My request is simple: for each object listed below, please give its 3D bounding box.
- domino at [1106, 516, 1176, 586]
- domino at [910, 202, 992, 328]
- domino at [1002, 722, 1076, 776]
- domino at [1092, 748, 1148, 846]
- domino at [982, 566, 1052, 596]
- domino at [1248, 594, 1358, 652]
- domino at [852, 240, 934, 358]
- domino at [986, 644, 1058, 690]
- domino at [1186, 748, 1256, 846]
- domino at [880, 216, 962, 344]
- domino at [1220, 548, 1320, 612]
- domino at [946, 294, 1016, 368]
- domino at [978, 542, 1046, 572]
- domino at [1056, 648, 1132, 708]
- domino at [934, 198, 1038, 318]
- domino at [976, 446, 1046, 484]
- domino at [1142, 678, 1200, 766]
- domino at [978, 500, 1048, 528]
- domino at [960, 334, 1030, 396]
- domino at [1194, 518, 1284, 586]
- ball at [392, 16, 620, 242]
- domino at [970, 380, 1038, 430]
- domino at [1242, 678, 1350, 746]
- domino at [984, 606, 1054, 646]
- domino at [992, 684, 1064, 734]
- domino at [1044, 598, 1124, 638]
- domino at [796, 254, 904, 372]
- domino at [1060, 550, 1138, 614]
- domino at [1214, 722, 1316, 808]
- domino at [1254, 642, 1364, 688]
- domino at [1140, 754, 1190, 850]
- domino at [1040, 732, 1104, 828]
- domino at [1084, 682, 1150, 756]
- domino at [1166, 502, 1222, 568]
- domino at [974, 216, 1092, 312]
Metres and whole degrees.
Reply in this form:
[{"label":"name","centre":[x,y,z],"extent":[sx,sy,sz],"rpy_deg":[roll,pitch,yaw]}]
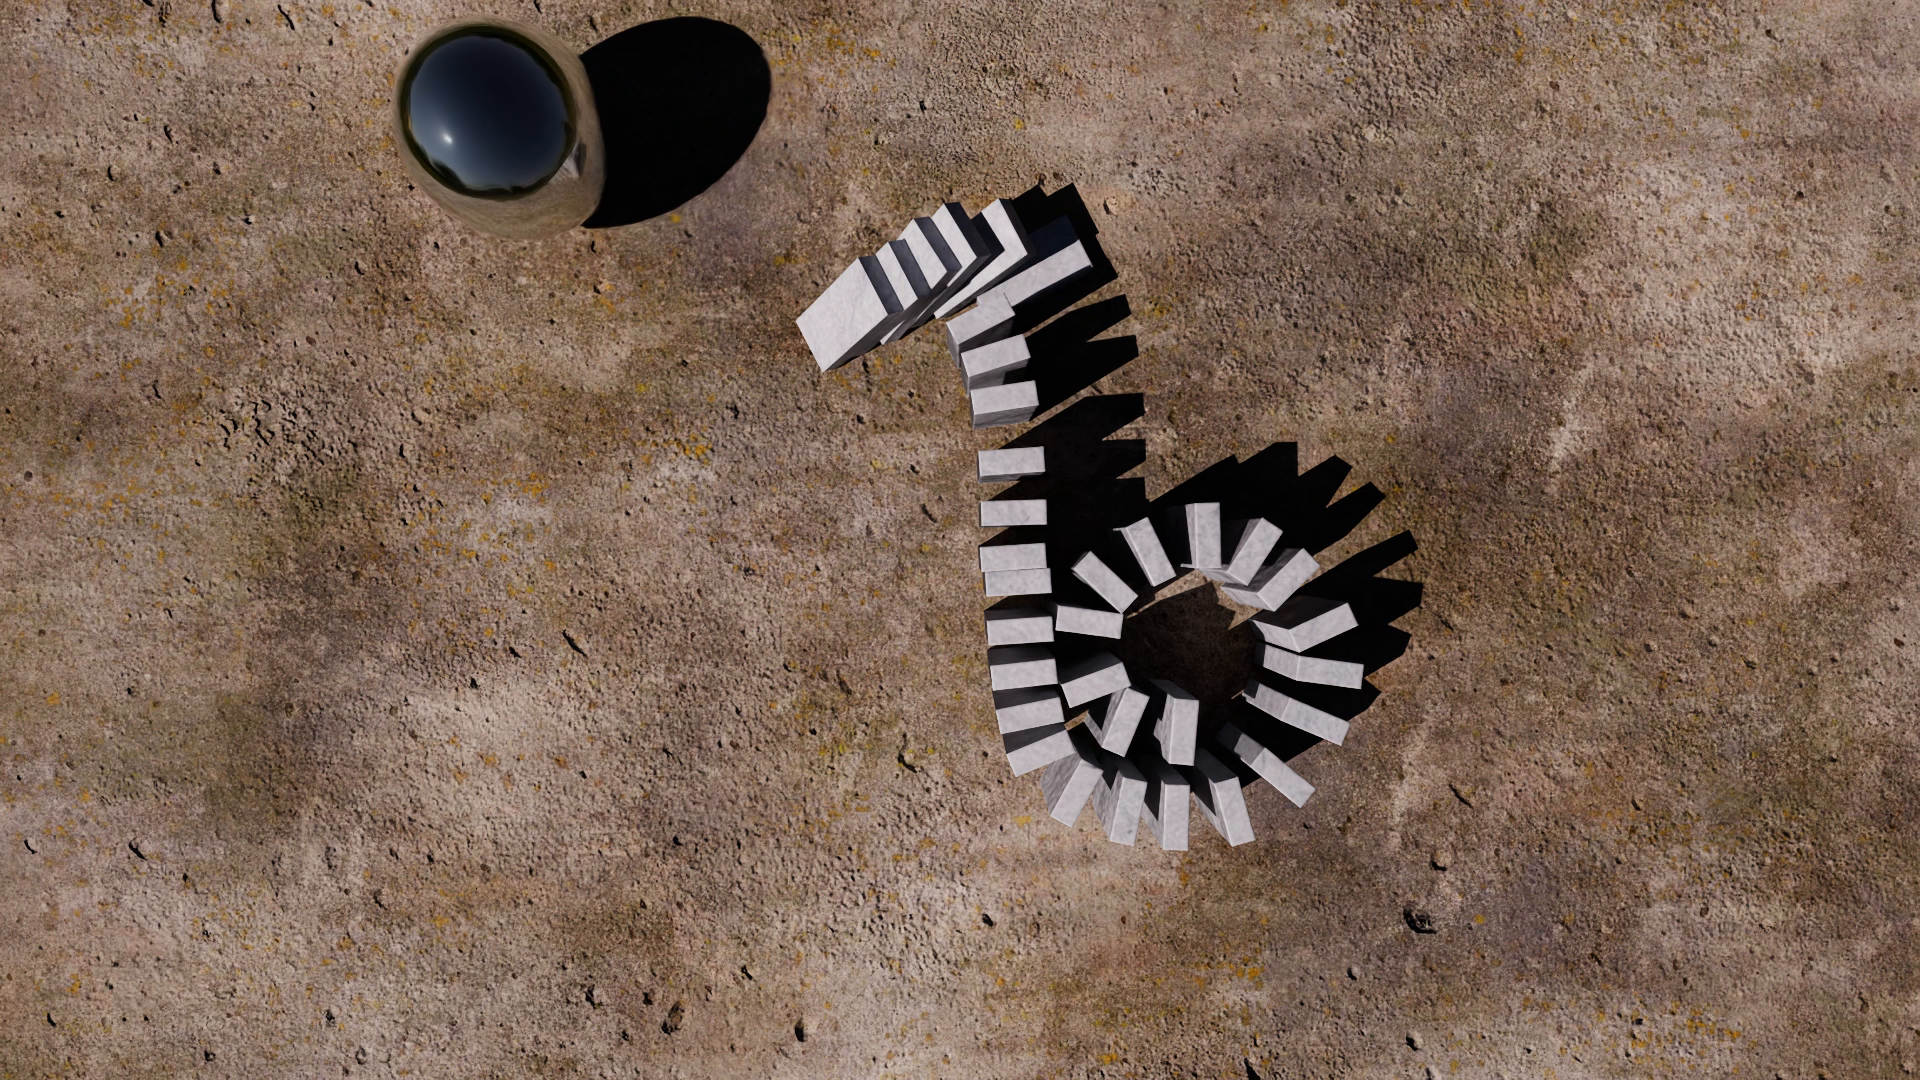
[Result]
[{"label":"domino","centre":[0.073,0.004,0.375],"extent":[0.010,0.050,0.025],"rpy_deg":[-26,90,0]},{"label":"domino","centre":[-0.011,-0.112,0.378],"extent":[0.010,0.050,0.025],"rpy_deg":[-28,85,-44]},{"label":"domino","centre":[0.031,0.081,0.375],"extent":[0.025,0.050,0.010],"rpy_deg":[-22,90,0]},{"label":"domino","centre":[0.065,0.104,0.375],"extent":[0.010,0.050,0.025],"rpy_deg":[12,90,0]},{"label":"domino","centre":[0.022,0.016,0.375],"extent":[0.025,0.050,0.009],"rpy_deg":[-3,90,0]},{"label":"domino","centre":[0.139,0.033,0.375],"extent":[0.025,0.050,0.009],"rpy_deg":[-25,90,0]},{"label":"domino","centre":[-0.035,-0.099,0.379],"extent":[0.009,0.050,0.025],"rpy_deg":[-28,90,-44]},{"label":"domino","centre":[0.025,0.051,0.375],"extent":[0.025,0.050,0.010],"rpy_deg":[-6,90,0]},{"label":"domino","centre":[0.105,0.104,0.375],"extent":[0.010,0.050,0.025],"rpy_deg":[-16,90,0]},{"label":"domino","centre":[-0.023,-0.106,0.378],"extent":[0.010,0.050,0.025],"rpy_deg":[-28,84,-44]},{"label":"domino","centre":[0.126,0.015,0.375],"extent":[0.025,0.050,0.010],"rpy_deg":[-45,90,0]},{"label":"domino","centre":[0.008,-0.085,0.375],"extent":[0.025,0.050,0.009],"rpy_deg":[-27,90,0]},{"label":"domino","centre":[0.020,0.007,0.375],"extent":[0.025,0.050,0.009],"rpy_deg":[-4,90,0]},{"label":"domino","centre":[0.052,0.055,0.375],"extent":[0.025,0.050,0.010],"rpy_deg":[-20,90,0]},{"label":"domino","centre":[0.005,-0.117,0.382],"extent":[0.050,0.009,0.025],"rpy_deg":[-28,90,34]},{"label":"domino","centre":[0.020,-0.030,0.375],"extent":[0.025,0.050,0.009],"rpy_deg":[-4,90,0]},{"label":"domino","centre":[0.086,0.073,0.375],"extent":[0.009,0.050,0.025],"rpy_deg":[5,90,0]},{"label":"domino","centre":[0.021,-0.010,0.375],"extent":[0.025,0.050,0.010],"rpy_deg":[-2,90,0]},{"label":"domino","centre":[0.014,-0.071,0.375],"extent":[0.025,0.050,0.009],"rpy_deg":[-18,90,0]},{"label":"domino","centre":[0.113,0.004,0.375],"extent":[0.010,0.050,0.025],"rpy_deg":[33,90,0]},{"label":"ball","centre":[-0.176,-0.160,0.360],"extent":[0.080,0.080,0.080],"rpy_deg":[0,90,0]},{"label":"domino","centre":[0.017,-0.055,0.375],"extent":[0.025,0.050,0.009],"rpy_deg":[-9,90,0]},{"label":"domino","centre":[0.136,0.069,0.375],"extent":[0.025,0.050,0.010],"rpy_deg":[23,90,0]},{"label":"domino","centre":[0.023,0.035,0.375],"extent":[0.025,0.050,0.010],"rpy_deg":[-4,90,0]},{"label":"domino","centre":[0.027,0.067,0.375],"extent":[0.025,0.050,0.009],"rpy_deg":[-11,90,0]},{"label":"domino","centre":[0.050,0.031,0.375],"extent":[0.025,0.050,0.010],"rpy_deg":[8,90,0]},{"label":"domino","centre":[-0.046,-0.093,0.379],"extent":[0.009,0.050,0.025],"rpy_deg":[-28,90,-44]},{"label":"domino","centre":[0.056,0.016,0.375],"extent":[0.025,0.050,0.010],"rpy_deg":[43,90,0]},{"label":"domino","centre":[0.123,0.091,0.375],"extent":[0.025,0.050,0.010],"rpy_deg":[39,90,0]},{"label":"domino","centre":[0.141,0.051,0.375],"extent":[0.025,0.050,0.010],"rpy_deg":[8,90,0]},{"label":"domino","centre":[0.083,0.106,0.375],"extent":[0.009,0.050,0.025],"rpy_deg":[2,90,0]},{"label":"domino","centre":[0.045,0.097,0.375],"extent":[0.009,0.050,0.025],"rpy_deg":[29,90,0]},{"label":"domino","centre":[0.063,0.070,0.375],"extent":[0.010,0.050,0.025],"rpy_deg":[23,90,0]},{"label":"domino","centre":[0.095,-0.002,0.375],"extent":[0.009,0.050,0.025],"rpy_deg":[-2,90,0]},{"label":"domino","centre":[0.029,-0.116,0.395],"extent":[0.050,0.010,0.025],"rpy_deg":[-27,90,0]}]
